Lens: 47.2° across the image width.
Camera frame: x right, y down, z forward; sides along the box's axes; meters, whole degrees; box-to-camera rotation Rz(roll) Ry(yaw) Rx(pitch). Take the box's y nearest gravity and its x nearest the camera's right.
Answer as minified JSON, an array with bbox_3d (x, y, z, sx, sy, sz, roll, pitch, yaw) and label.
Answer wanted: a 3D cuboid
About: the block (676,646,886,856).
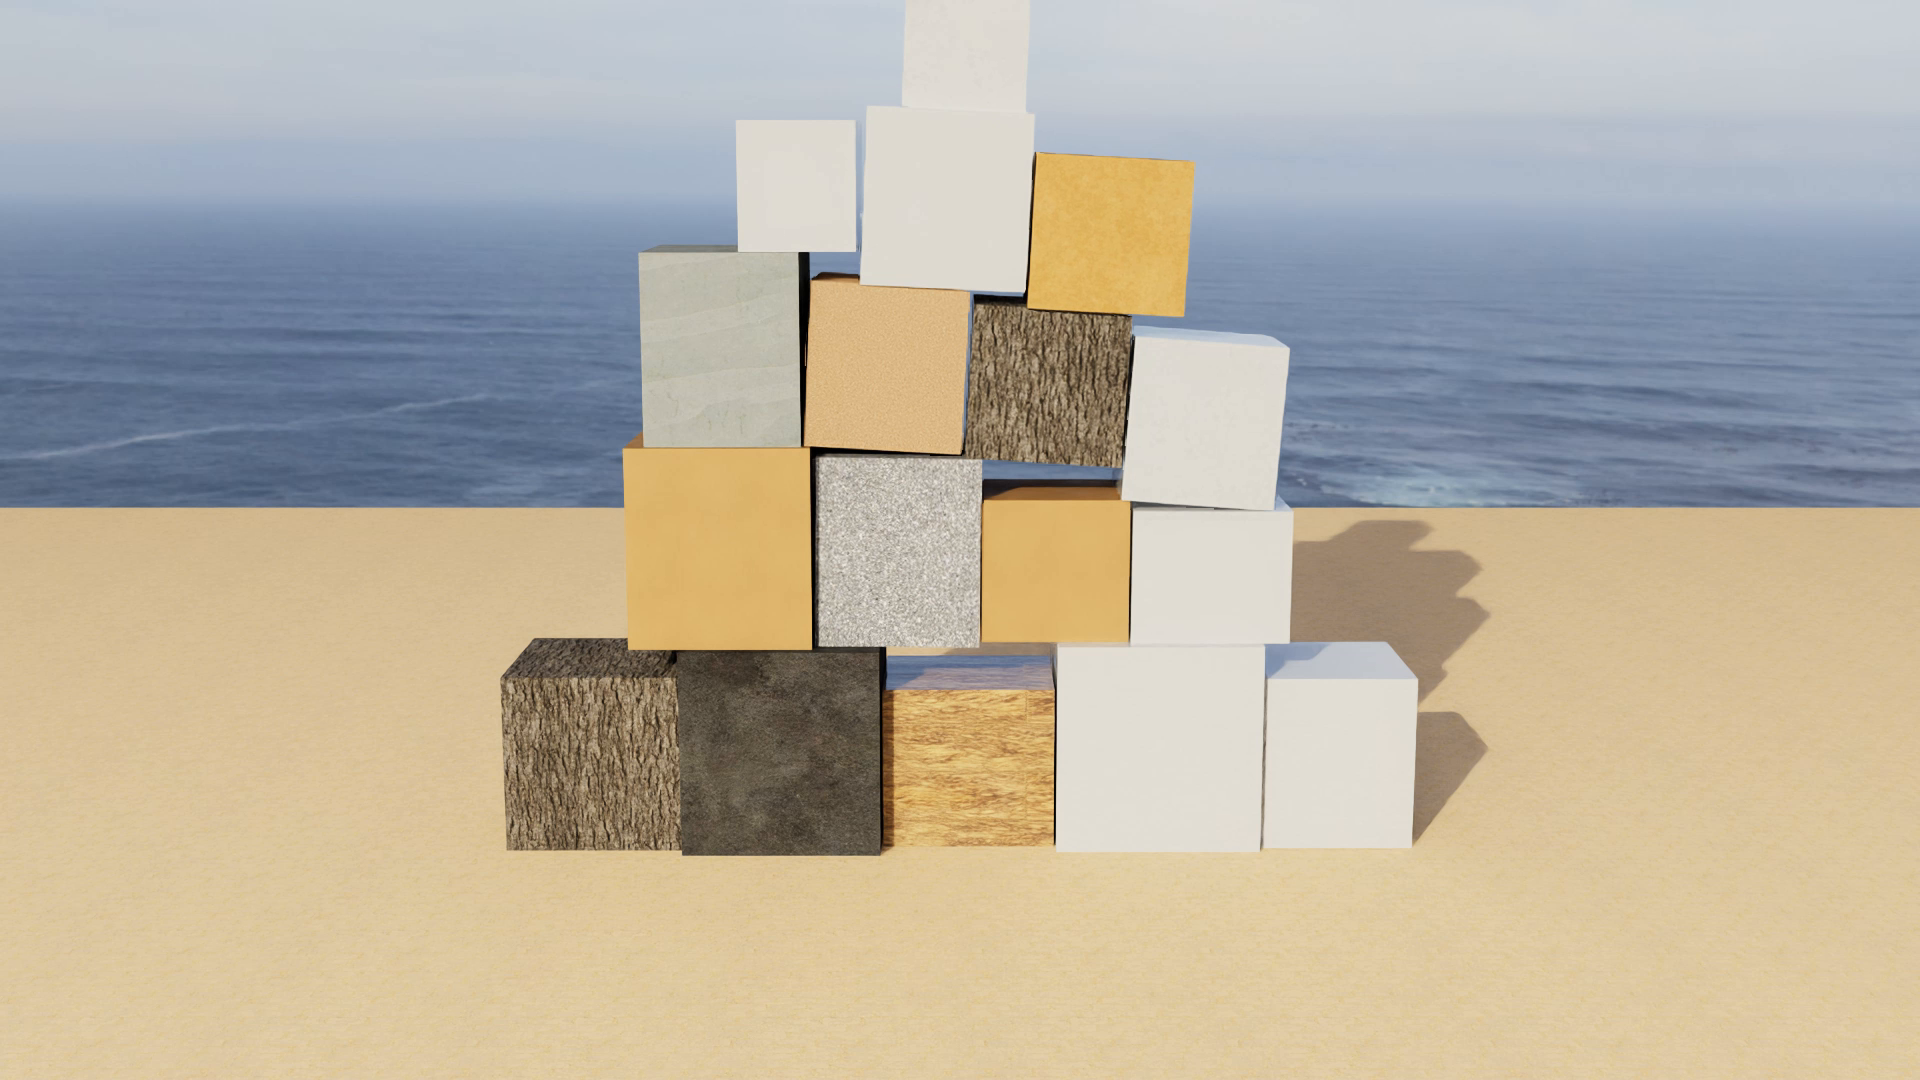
[{"bbox_3d":[-0.889,0.964,11.370,0.988,1.034,1.080,0,10,0],"label":"block"}]

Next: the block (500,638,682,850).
[{"bbox_3d":[-1.831,1.039,11.368,0.877,0.889,0.886,0,10,0],"label":"block"}]

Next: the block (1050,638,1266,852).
[{"bbox_3d":[0.990,0.958,11.369,1.019,1.048,0.962,0,10,0],"label":"block"}]

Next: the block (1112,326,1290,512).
[{"bbox_3d":[1.193,-0.624,11.047,0.748,0.803,0.690,4,10,-1],"label":"block"}]

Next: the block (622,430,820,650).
[{"bbox_3d":[-1.179,-0.034,11.182,0.904,0.997,0.927,0,10,0],"label":"block"}]

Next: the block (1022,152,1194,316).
[{"bbox_3d":[0.720,-1.527,10.897,0.753,0.736,0.810,3,10,-1],"label":"block"}]

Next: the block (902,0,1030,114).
[{"bbox_3d":[0.029,-2.379,10.754,0.593,0.551,0.546,3,11,0],"label":"block"}]

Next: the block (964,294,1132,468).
[{"bbox_3d":[0.427,-0.810,11.029,0.766,0.750,0.749,3,10,-1],"label":"block"}]

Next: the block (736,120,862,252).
[{"bbox_3d":[-0.785,-1.753,10.858,0.568,0.623,0.650,0,10,0],"label":"block"}]

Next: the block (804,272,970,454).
[{"bbox_3d":[-0.358,-0.899,11.026,0.768,0.801,0.751,3,10,-1],"label":"block"}]

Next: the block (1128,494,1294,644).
[{"bbox_3d":[1.240,0.119,11.198,0.785,0.662,0.753,0,10,0],"label":"block"}]

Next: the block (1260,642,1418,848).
[{"bbox_3d":[1.889,1.045,11.376,0.760,0.873,0.819,0,10,0],"label":"block"}]

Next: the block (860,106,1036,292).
[{"bbox_3d":[-0.062,-1.693,10.866,0.797,0.846,0.752,3,11,0],"label":"block"}]

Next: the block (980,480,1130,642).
[{"bbox_3d":[0.470,0.095,11.191,0.732,0.713,0.691,0,10,0],"label":"block"}]

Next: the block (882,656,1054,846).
[{"bbox_3d":[0.043,1.078,11.370,0.856,0.811,0.745,0,10,0],"label":"block"}]

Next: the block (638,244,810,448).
[{"bbox_3d":[-1.156,-0.985,10.997,0.763,0.939,0.804,0,10,0],"label":"block"}]

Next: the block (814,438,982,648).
[{"bbox_3d":[-0.305,-0.002,11.172,0.812,0.941,0.757,1,10,0],"label":"block"}]
